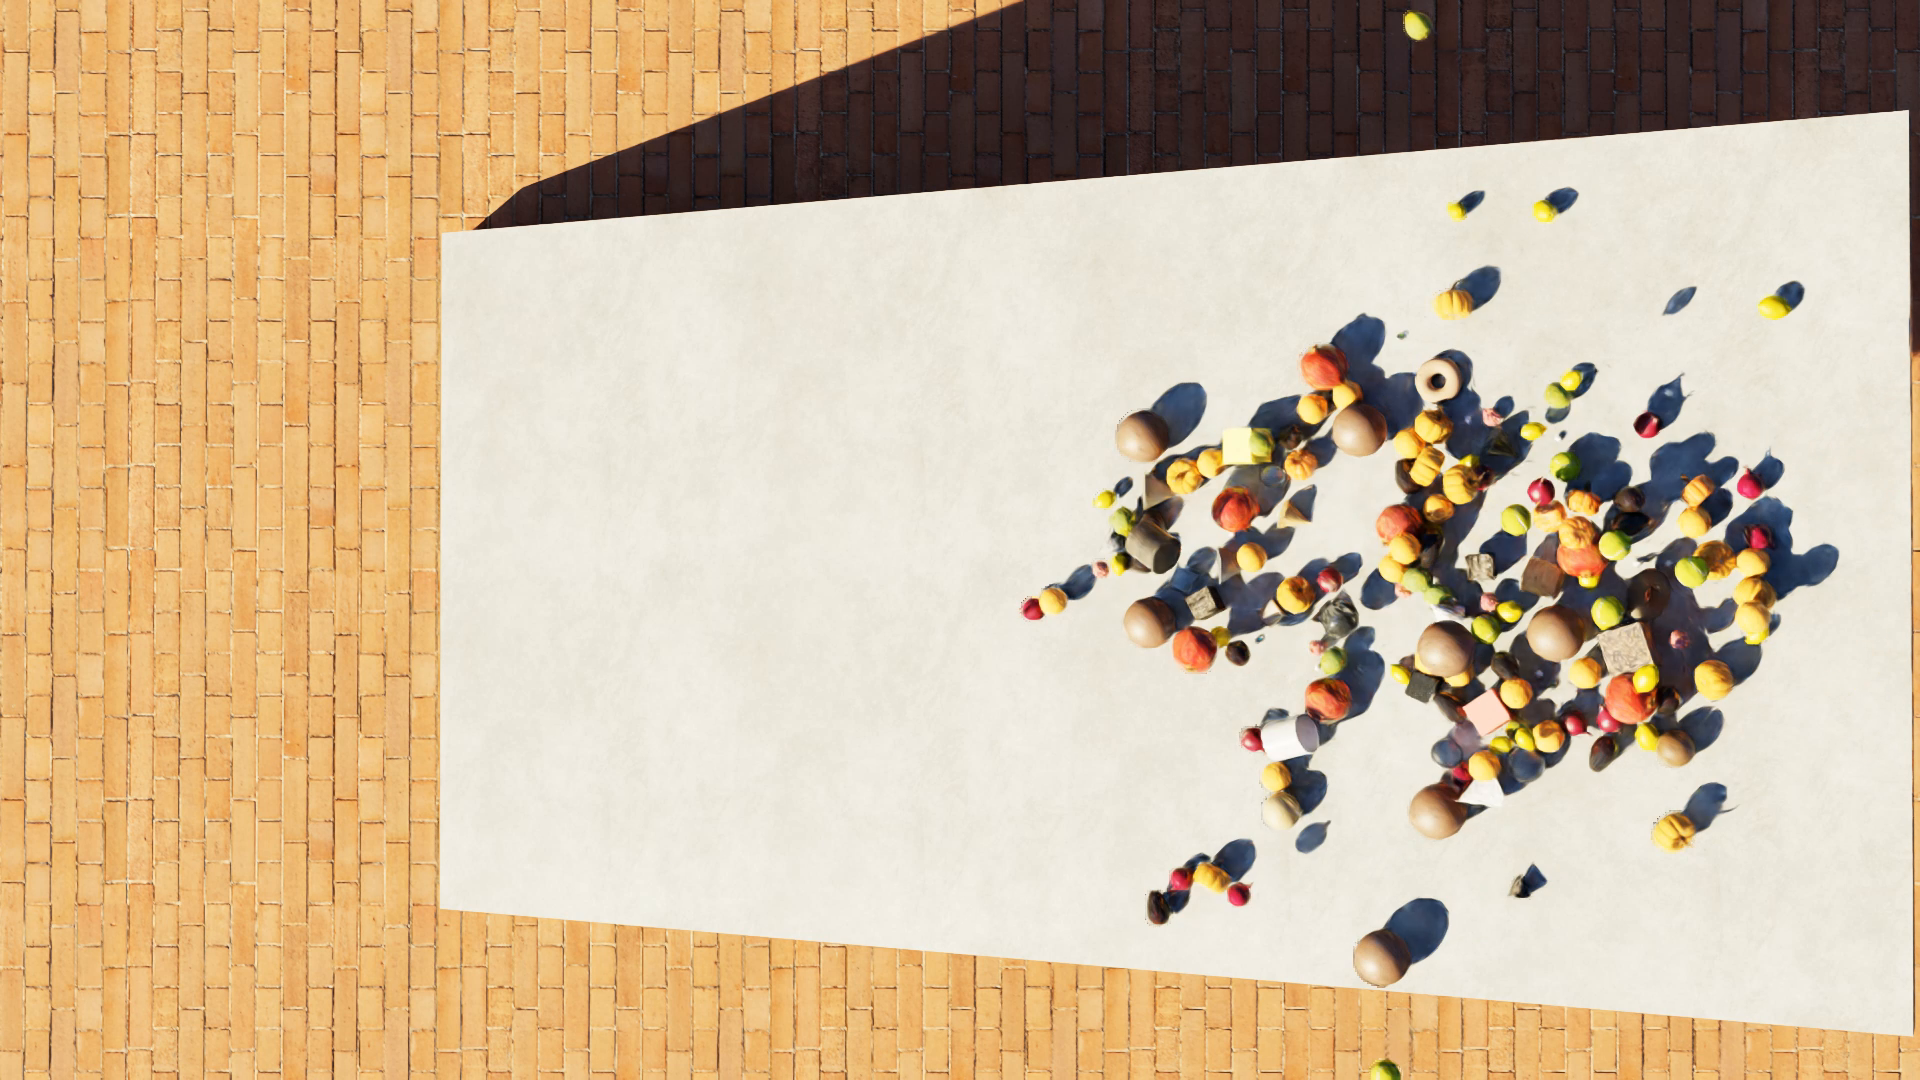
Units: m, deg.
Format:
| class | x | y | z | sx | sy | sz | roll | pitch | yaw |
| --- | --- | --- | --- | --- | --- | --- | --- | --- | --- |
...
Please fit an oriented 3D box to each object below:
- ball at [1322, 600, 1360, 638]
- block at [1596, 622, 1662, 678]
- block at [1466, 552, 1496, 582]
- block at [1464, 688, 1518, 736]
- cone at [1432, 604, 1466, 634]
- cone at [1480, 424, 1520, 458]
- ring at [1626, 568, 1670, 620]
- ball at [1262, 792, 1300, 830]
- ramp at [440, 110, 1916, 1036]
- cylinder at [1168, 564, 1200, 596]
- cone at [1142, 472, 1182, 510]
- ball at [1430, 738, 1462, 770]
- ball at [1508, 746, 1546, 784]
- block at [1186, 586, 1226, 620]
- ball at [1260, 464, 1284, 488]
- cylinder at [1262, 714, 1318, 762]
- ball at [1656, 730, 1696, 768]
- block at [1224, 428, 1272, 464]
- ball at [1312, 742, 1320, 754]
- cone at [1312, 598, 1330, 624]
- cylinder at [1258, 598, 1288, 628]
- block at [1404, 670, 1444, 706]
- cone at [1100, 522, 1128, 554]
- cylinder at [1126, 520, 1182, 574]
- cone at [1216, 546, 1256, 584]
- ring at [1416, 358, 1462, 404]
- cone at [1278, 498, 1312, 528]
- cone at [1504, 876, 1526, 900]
| class | x | y | z | sx | sy | sz | roll | pitch | yaw |
| --- | --- | --- | --- | --- | --- | --- | --- | --- | --- |
| ball | 0.902 | 0.187 | 5.211 | 0.090 | 0.090 | 0.090 | 0 | 89 | 0 |
| block | 1.509 | 0.247 | 4.953 | 0.099 | 0.099 | 0.099 | -21 | 77 | 28 |
| block | 1.212 | 0.063 | 5.112 | 0.060 | 0.060 | 0.060 | -3 | 93 | 21 |
| block | 1.231 | 0.399 | 5.105 | 0.080 | 0.080 | 0.080 | -37 | 74 | 21 |
| cone | 1.126 | 0.167 | 5.139 | 0.078 | 0.078 | 0.078 | 33 | 89 | -24 |
| cone | 1.269 | -0.212 | 5.118 | 0.081 | 0.081 | 0.081 | 30 | 89 | -4 |
| ring | 1.544 | 0.123 | 4.931 | 0.121 | 0.040 | 0.121 | -8 | 106 | -29 |
| ball | 0.778 | 0.656 | 5.318 | 0.092 | 0.092 | 0.092 | 0 | 89 | 0 |
| ramp | 0.280 | 0.080 | 5.675 | 4.000 | 0.100 | 2.000 | 0 | 89 | 26 |
| cylinder | 0.554 | 0.097 | 5.452 | 0.060 | 0.060 | 0.060 | 25 | 102 | 0 |
| cone | 0.506 | -0.121 | 5.487 | 0.097 | 0.097 | 0.097 | -1 | 89 | -1 |
| ball | 1.139 | 0.500 | 5.153 | 0.073 | 0.073 | 0.073 | 0 | 89 | 0 |
| ball | 1.304 | 0.517 | 5.065 | 0.086 | 0.086 | 0.086 | 0 | 89 | 0 |
| block | 0.606 | 0.157 | 5.424 | 0.063 | 0.063 | 0.063 | -30 | 77 | 23 |
| ball | 0.762 | -0.155 | 5.354 | 0.058 | 0.058 | 0.058 | 0 | 89 | 0 |
| cylinder | 0.788 | 0.471 | 5.252 | 0.097 | 0.097 | 0.097 | -20 | 89 | 39 |
| ball | 1.601 | 0.466 | 4.917 | 0.086 | 0.086 | 0.086 | 0 | 89 | 0 |
| block | 0.700 | -0.229 | 5.360 | 0.083 | 0.083 | 0.083 | -2 | 88 | 43 |
| ball | 0.841 | 0.493 | 5.306 | 0.050 | 0.050 | 0.050 | 0 | 89 | 0 |
| cone | 0.882 | 0.169 | 5.289 | 0.062 | 0.062 | 0.062 | 12 | 95 | 0 |
| cylinder | 0.761 | 0.176 | 5.348 | 0.052 | 0.052 | 0.052 | 46 | 115 | 0 |
| block | 1.094 | 0.347 | 5.183 | 0.060 | 0.060 | 0.060 | 27 | 102 | 25 |
| cone | 0.408 | 0.014 | 5.536 | 0.086 | 0.086 | 0.086 | 27 | 89 | -3 |
| cylinder | 0.467 | 0.017 | 5.303 | 0.096 | 0.096 | 0.096 | 37 | 89 | 39 |
| cone | 0.682 | 0.058 | 5.398 | 0.093 | 0.093 | 0.093 | -4 | 89 | 1 |
| ring | 1.130 | -0.376 | 5.188 | 0.111 | 0.037 | 0.111 | -1 | 88 | 27 |
| cone | 0.818 | -0.053 | 5.338 | 0.075 | 0.075 | 0.075 | 18 | 89 | -1 |
| cone | 1.293 | 0.796 | 5.085 | 0.053 | 0.053 | 0.053 | 17 | 115 | 0 |
